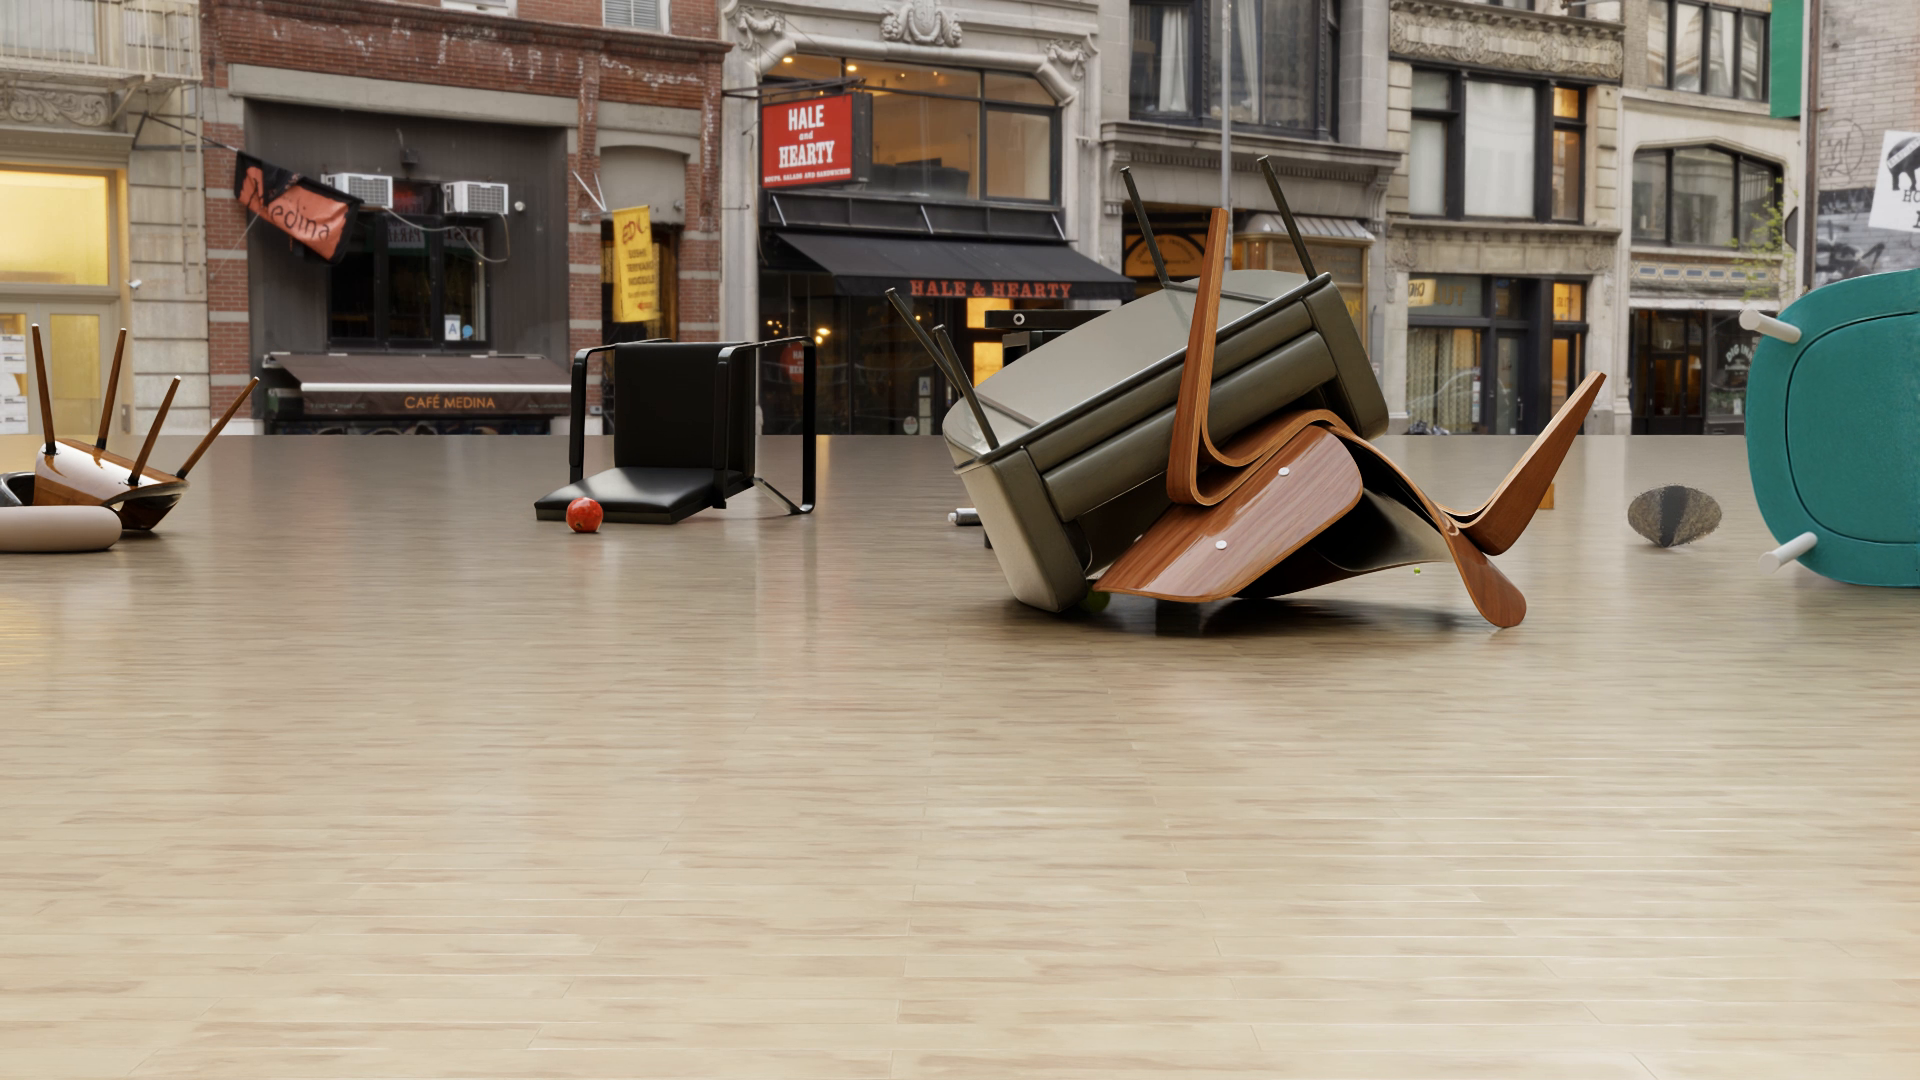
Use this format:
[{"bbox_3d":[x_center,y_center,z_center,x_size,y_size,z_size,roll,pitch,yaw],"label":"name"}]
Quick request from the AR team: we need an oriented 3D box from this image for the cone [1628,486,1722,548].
[{"bbox_3d":[2.020,-0.024,6.260,0.262,0.197,0.172,-6,31,31],"label":"cone"}]

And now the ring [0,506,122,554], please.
[{"bbox_3d":[-2.542,-0.031,6.122,0.419,0.122,0.314,0,3,11],"label":"ring"}]

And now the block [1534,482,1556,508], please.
[{"bbox_3d":[2.221,-0.170,8.343,0.069,0.094,0.111,1,4,20],"label":"block"}]

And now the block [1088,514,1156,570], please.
[{"bbox_3d":[0.409,0.003,5.554,0.167,0.130,0.159,0,4,4],"label":"block"}]

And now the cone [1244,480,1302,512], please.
[{"bbox_3d":[1.125,-0.138,8.132,0.176,0.119,0.224,3,-14,-38],"label":"cone"}]
